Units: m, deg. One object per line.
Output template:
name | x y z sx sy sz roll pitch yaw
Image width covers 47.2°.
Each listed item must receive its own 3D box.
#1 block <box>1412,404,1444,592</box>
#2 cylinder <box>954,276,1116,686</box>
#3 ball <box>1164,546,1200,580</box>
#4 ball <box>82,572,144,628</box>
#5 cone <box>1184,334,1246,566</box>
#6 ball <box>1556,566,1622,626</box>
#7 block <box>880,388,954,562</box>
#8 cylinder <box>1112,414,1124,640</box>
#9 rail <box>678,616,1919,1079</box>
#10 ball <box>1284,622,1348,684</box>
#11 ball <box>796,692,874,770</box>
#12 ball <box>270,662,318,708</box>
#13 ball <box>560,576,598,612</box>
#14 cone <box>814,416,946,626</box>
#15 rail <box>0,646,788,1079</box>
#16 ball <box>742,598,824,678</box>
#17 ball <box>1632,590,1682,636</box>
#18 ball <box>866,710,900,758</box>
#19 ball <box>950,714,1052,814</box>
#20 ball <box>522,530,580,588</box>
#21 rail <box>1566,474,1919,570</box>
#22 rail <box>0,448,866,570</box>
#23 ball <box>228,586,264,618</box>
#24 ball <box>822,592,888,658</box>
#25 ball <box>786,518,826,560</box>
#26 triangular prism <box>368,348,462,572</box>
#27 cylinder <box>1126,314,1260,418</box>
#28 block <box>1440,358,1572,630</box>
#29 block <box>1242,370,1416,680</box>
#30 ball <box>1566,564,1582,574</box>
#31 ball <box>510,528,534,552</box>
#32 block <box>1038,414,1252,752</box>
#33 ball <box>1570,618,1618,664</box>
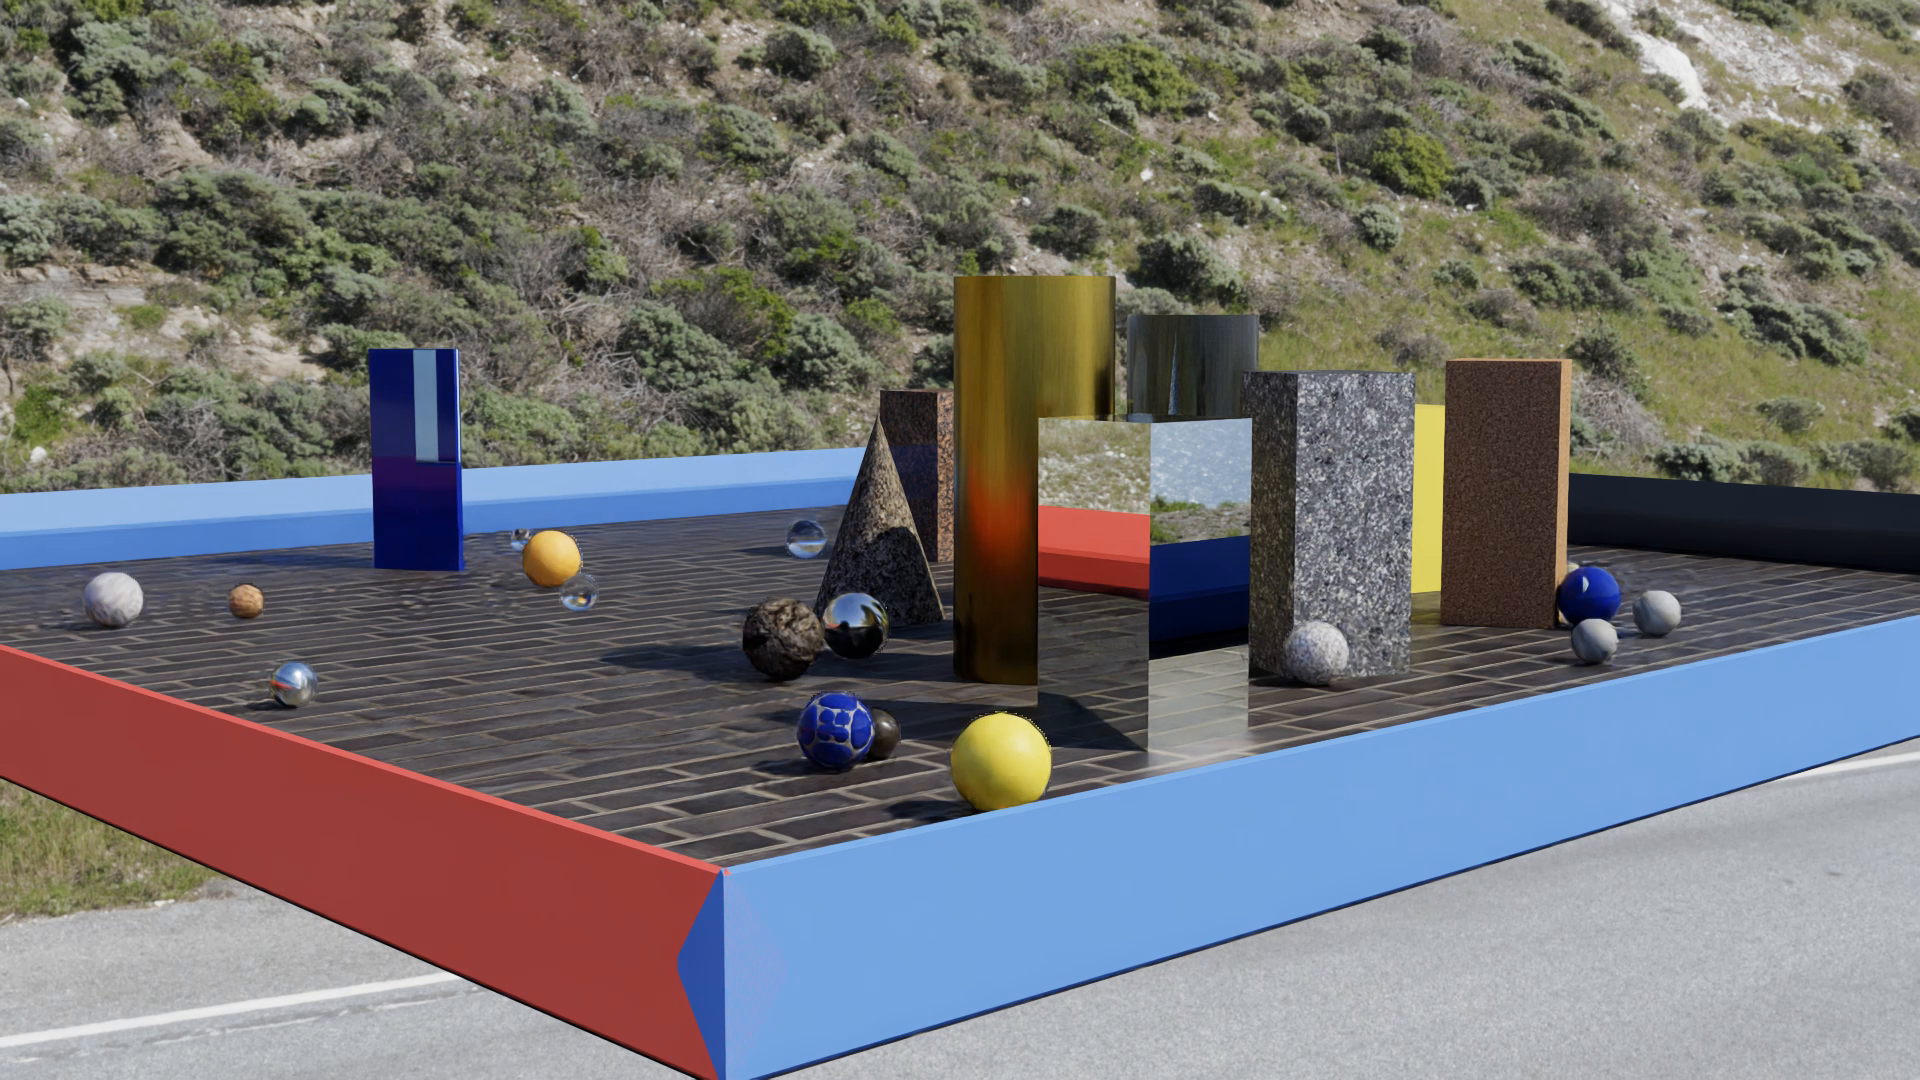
block | 0.719 -0.070 3.554 0.158 0.290 0.158 -4 7 -31
cylinder | 0.090 -0.078 2.691 0.197 0.485 0.197 0 6 0
ball | 0.367 0.038 3.632 0.059 0.059 0.059 0 6 0
ball | -1.190 0.084 3.089 0.079 0.079 0.079 0 6 0
cone | 0.493 -0.168 3.919 0.197 0.409 0.197 0 6 0
ball | 0.883 0.080 3.085 0.088 0.088 0.088 0 6 0
block | -0.034 -0.122 3.995 0.158 0.300 0.158 -5 8 -42
cylinder | 0.125 -0.021 3.022 0.197 0.302 0.197 0 6 0
rail | 0.966 0.142 2.291 3.036 0.128 0.045 -5 8 -42
ball | 0.425 0.135 2.623 0.076 0.076 0.076 0 6 0
ball | -0.121 0.185 2.136 0.076 0.076 0.076 0 6 0
ball | -0.748 0.163 2.468 0.052 0.052 0.052 0 6 0
ball | -0.565 0.079 3.257 0.054 0.054 0.054 0 6 0
cone | -0.119 -0.035 3.186 0.197 0.296 0.197 0 6 0
rail | -1.098 0.139 2.324 0.045 0.128 2.897 -5 8 -42
ball | -0.215 0.118 2.668 0.098 0.098 0.098 0 6 0
ball | 0.953 0.100 3.008 0.064 0.064 0.064 0 6 0
ball | -0.085 0.193 2.189 0.049 0.049 0.049 0 6 0
ball | 0.036 0.198 1.945 0.090 0.090 0.090 0 6 0
ball | -0.657 0.031 3.536 0.092 0.092 0.092 0 6 0
rail | 1.098 -0.072 4.340 0.045 0.128 2.897 -5 8 -42
rail | -0.966 -0.075 4.373 3.036 0.128 0.045 -5 8 -42
ball | -1.033 0.090 3.182 0.049 0.049 0.049 0 6 0
ball | -0.134 0.109 2.816 0.086 0.086 0.086 0 6 0
ball | -0.276 -0.002 3.946 0.072 0.072 0.072 0 6 0
triangular prism | -0.913 -0.145 3.839 0.171 0.379 0.148 2 6 17
cylinder | 0.348 -0.119 3.305 0.197 0.438 0.197 0 6 0
block | 0.785 -0.071 3.159 0.158 0.374 0.158 2 6 20
block | 0.454 -0.025 2.738 0.158 0.368 0.158 -2 6 -17
ball | 0.978 0.059 3.513 0.042 0.042 0.042 0 6 0
ball | -0.810 0.000 4.069 0.044 0.044 0.044 0 6 0
block | 0.194 0.038 2.318 0.158 0.332 0.158 -6 8 -43
ball | 0.802 0.127 2.782 0.057 0.057 0.057 0 6 0
